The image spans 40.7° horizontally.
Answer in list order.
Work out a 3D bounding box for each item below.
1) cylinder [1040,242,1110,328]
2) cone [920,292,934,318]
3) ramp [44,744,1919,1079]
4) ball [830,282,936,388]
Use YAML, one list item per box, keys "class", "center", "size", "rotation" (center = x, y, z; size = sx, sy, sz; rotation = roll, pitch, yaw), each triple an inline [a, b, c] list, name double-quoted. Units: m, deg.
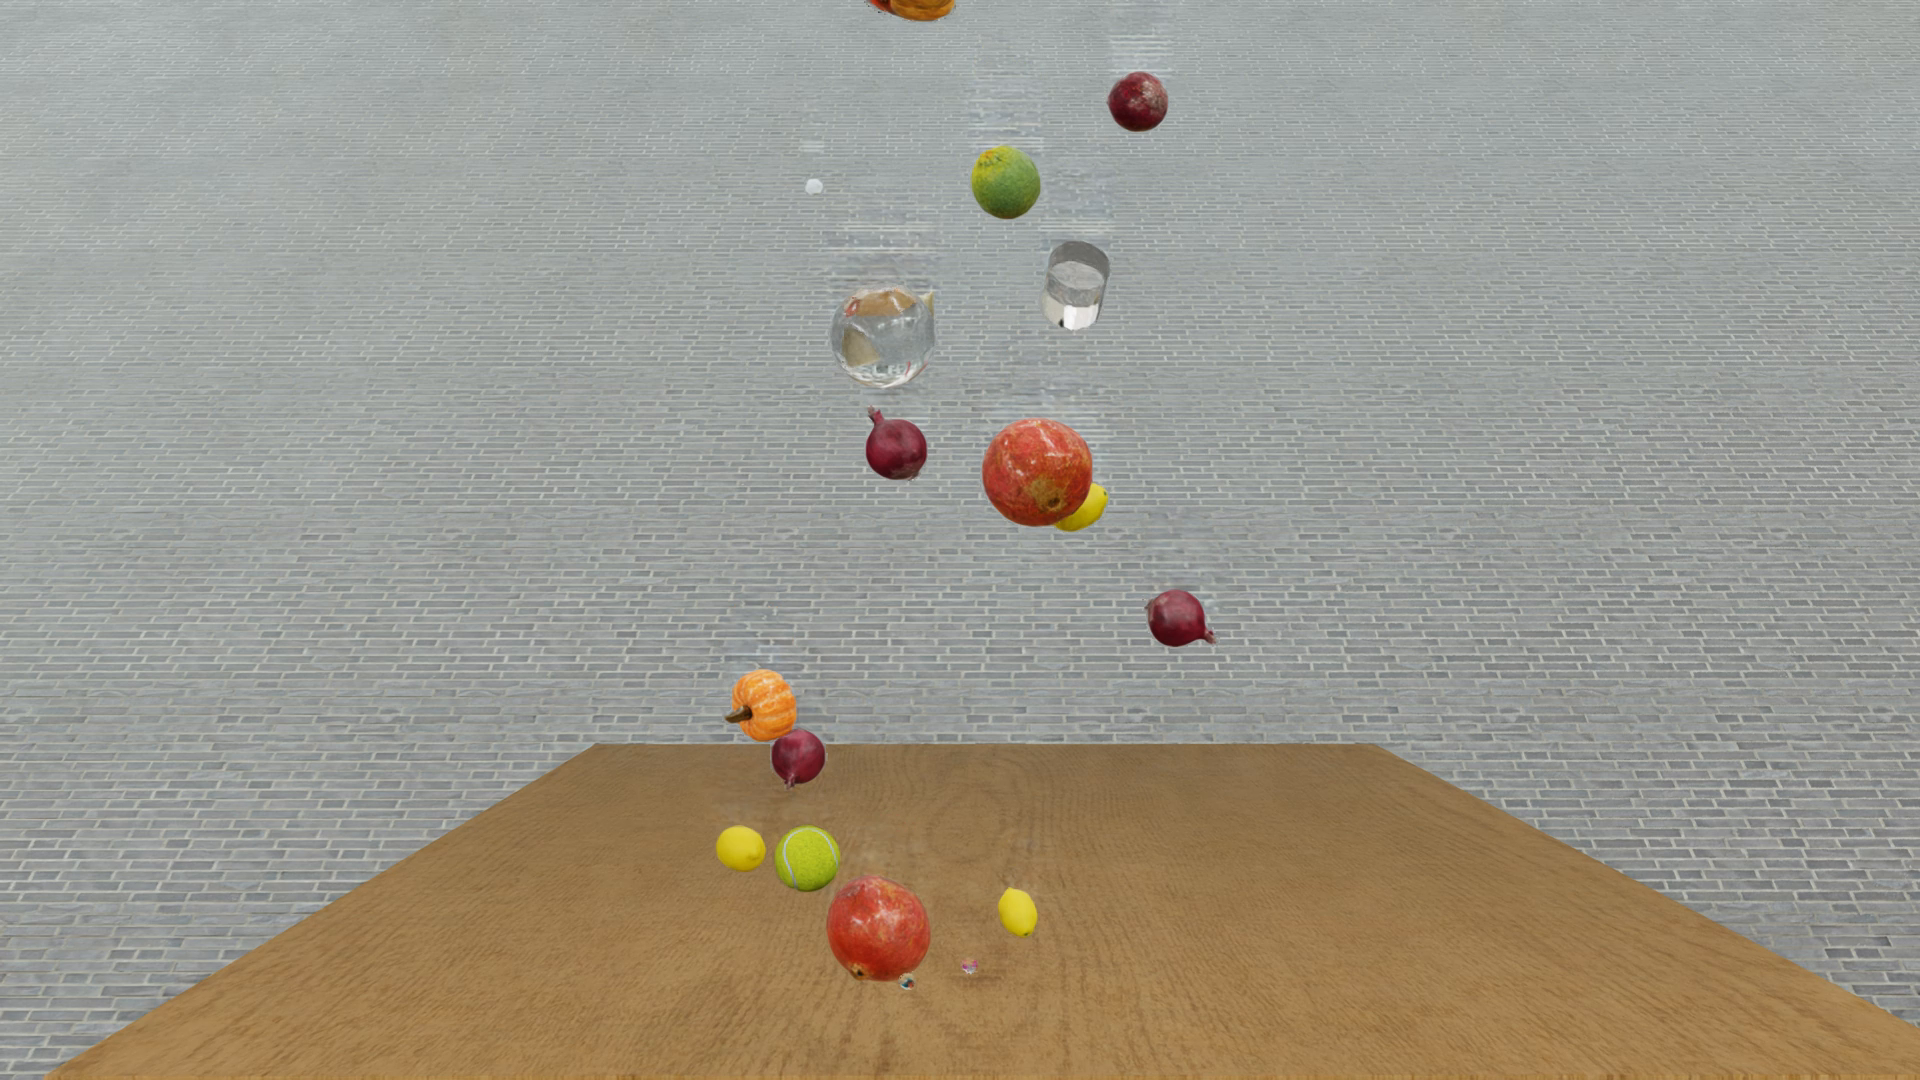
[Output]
- class: "cylinder"
  center: [0.100, -0.220, 2.232]
  size: [0.054, 0.054, 0.054]
  rotation: [3, 56, -5]
- class: "cone"
  center: [-0.037, -0.224, 2.493]
  size: [0.052, 0.052, 0.052]
  rotation: [17, 50, -21]
- class: "ramp"
  center: [0.065, 0.585, 4.633]
  size: [2.000, 0.100, 4.000]
  rotation: [0, 0, 0]
- class: "ball"
  center: [-0.070, -0.187, 2.370]
  size: [0.097, 0.097, 0.097]
  rotation: [0, 29, 0]
